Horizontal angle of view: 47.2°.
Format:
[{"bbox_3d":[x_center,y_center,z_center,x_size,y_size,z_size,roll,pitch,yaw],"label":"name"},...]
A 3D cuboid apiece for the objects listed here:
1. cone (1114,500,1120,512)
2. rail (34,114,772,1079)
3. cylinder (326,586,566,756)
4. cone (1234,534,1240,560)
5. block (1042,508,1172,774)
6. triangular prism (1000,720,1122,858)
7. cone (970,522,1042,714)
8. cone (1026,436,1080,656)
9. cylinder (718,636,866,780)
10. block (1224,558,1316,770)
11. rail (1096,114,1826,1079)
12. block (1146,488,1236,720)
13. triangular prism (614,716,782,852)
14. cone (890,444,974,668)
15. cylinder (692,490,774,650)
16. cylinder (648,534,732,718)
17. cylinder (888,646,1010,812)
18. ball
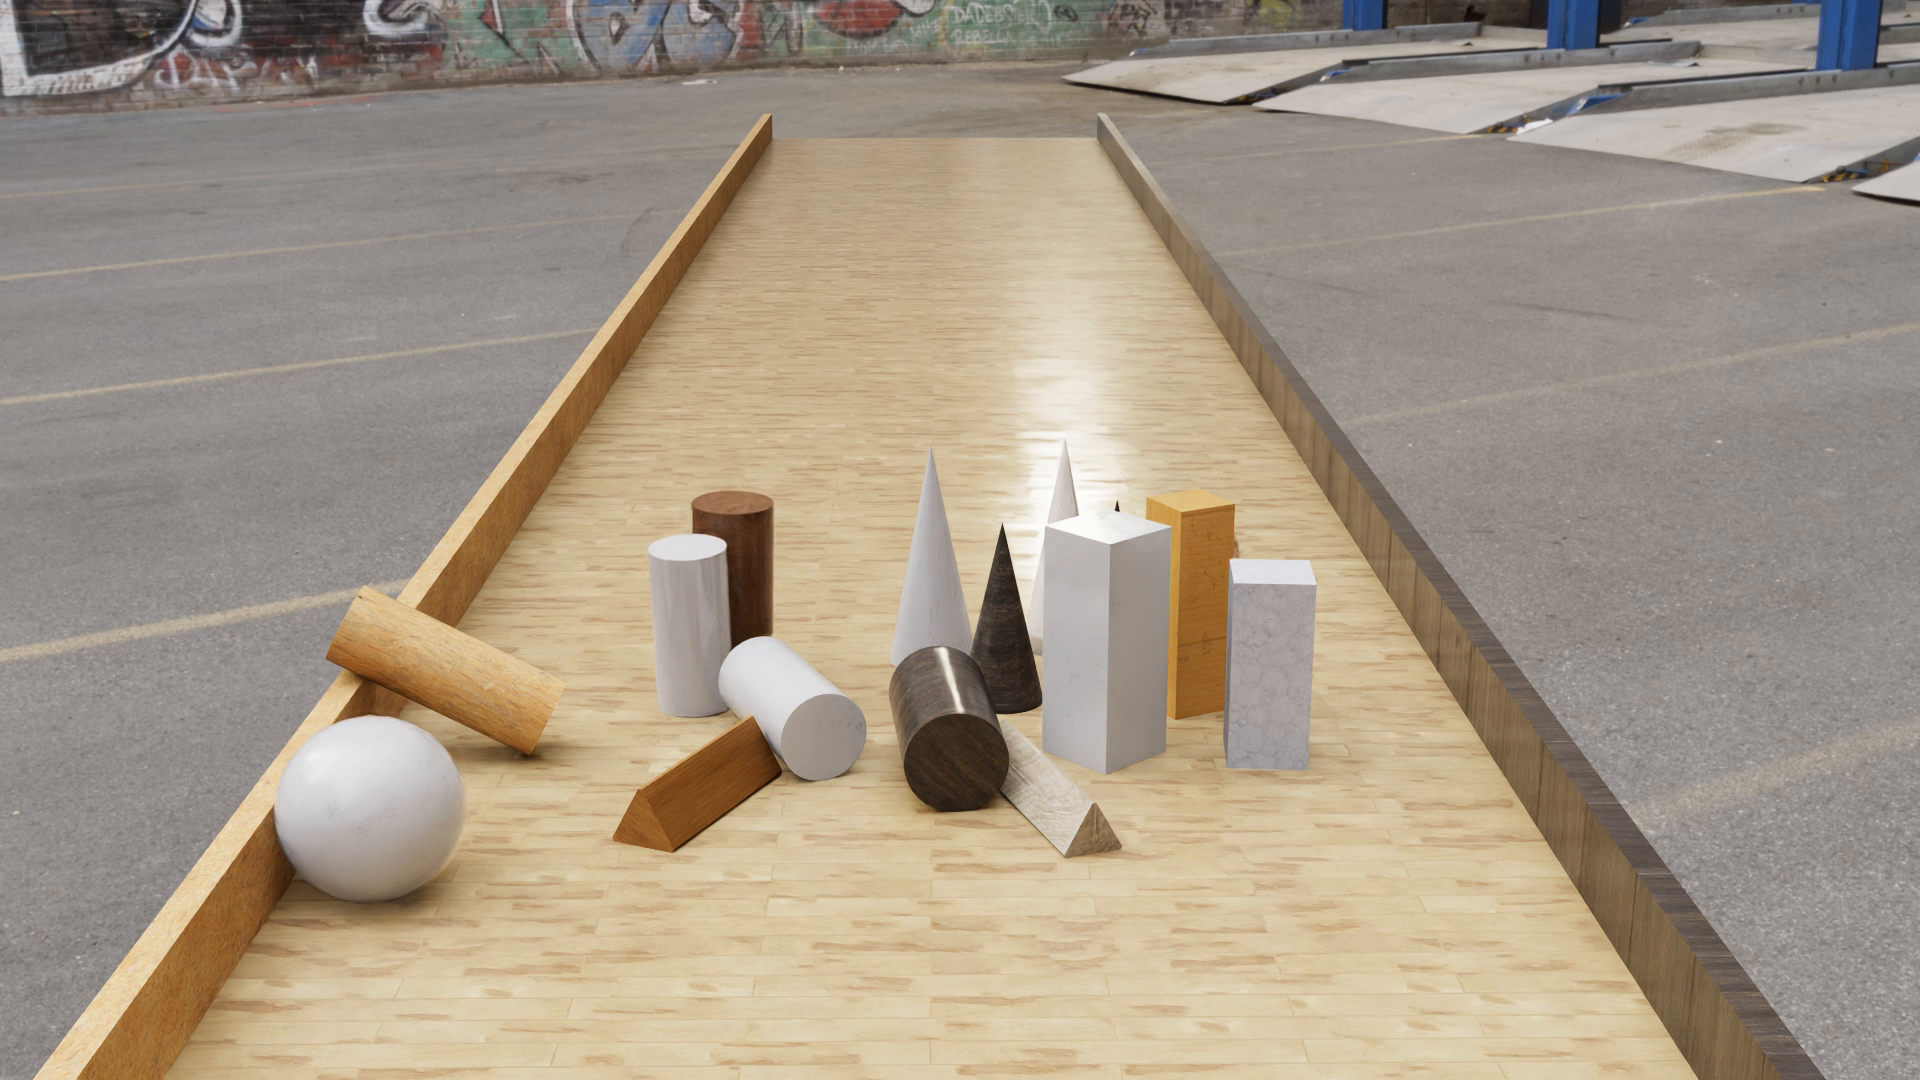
[{"bbox_3d":[0.306,0.088,4.320,0.157,0.349,0.157,0,17,0],"label":"cone"},{"bbox_3d":[-1.118,-0.838,7.780,0.050,0.150,12.000,0,17,-1],"label":"rail"},{"bbox_3d":[-0.908,0.232,3.896,0.391,0.146,0.146,27,14,-8],"label":"cylinder"},{"bbox_3d":[0.562,0.128,4.649,0.171,0.171,0.409,-3,29,-9],"label":"cone"},{"bbox_3d":[0.258,0.177,3.891,0.157,0.421,0.157,-15,22,-41],"label":"block"},{"bbox_3d":[0.146,0.408,3.695,0.100,0.087,0.392,-6,18,-19],"label":"triangular prism"},{"bbox_3d":[0.079,0.134,4.153,0.162,0.355,0.162,0,17,0],"label":"cone"},{"bbox_3d":[0.210,0.004,4.441,0.169,0.439,0.169,0,16,0],"label":"cone"},{"bbox_3d":[-0.304,0.298,3.943,0.160,0.160,0.330,-8,18,-24],"label":"cylinder"},{"bbox_3d":[0.545,0.219,3.888,0.141,0.343,0.141,1,17,4],"label":"block"},{"bbox_3d":[0.932,-0.844,7.801,0.050,0.150,12.000,0,17,-1],"label":"rail"},{"bbox_3d":[0.426,0.120,4.117,0.118,0.403,0.118,-9,19,-26],"label":"block"},{"bbox_3d":[-0.439,0.400,3.699,0.114,0.099,0.361,7,18,23],"label":"triangular prism"},{"bbox_3d":[-0.055,0.025,4.344,0.178,0.448,0.178,0,19,0],"label":"cone"},{"bbox_3d":[-0.439,0.099,4.256,0.156,0.359,0.156,2,18,-1],"label":"cylinder"},{"bbox_3d":[-0.503,0.161,4.122,0.145,0.314,0.145,-1,20,0],"label":"cylinder"},{"bbox_3d":[-0.023,0.324,3.829,0.177,0.177,0.341,-2,17,-6],"label":"cylinder"},{"bbox_3d":[-0.898,0.409,3.355,0.283,0.283,0.283,0,17,0],"label":"ball"}]
